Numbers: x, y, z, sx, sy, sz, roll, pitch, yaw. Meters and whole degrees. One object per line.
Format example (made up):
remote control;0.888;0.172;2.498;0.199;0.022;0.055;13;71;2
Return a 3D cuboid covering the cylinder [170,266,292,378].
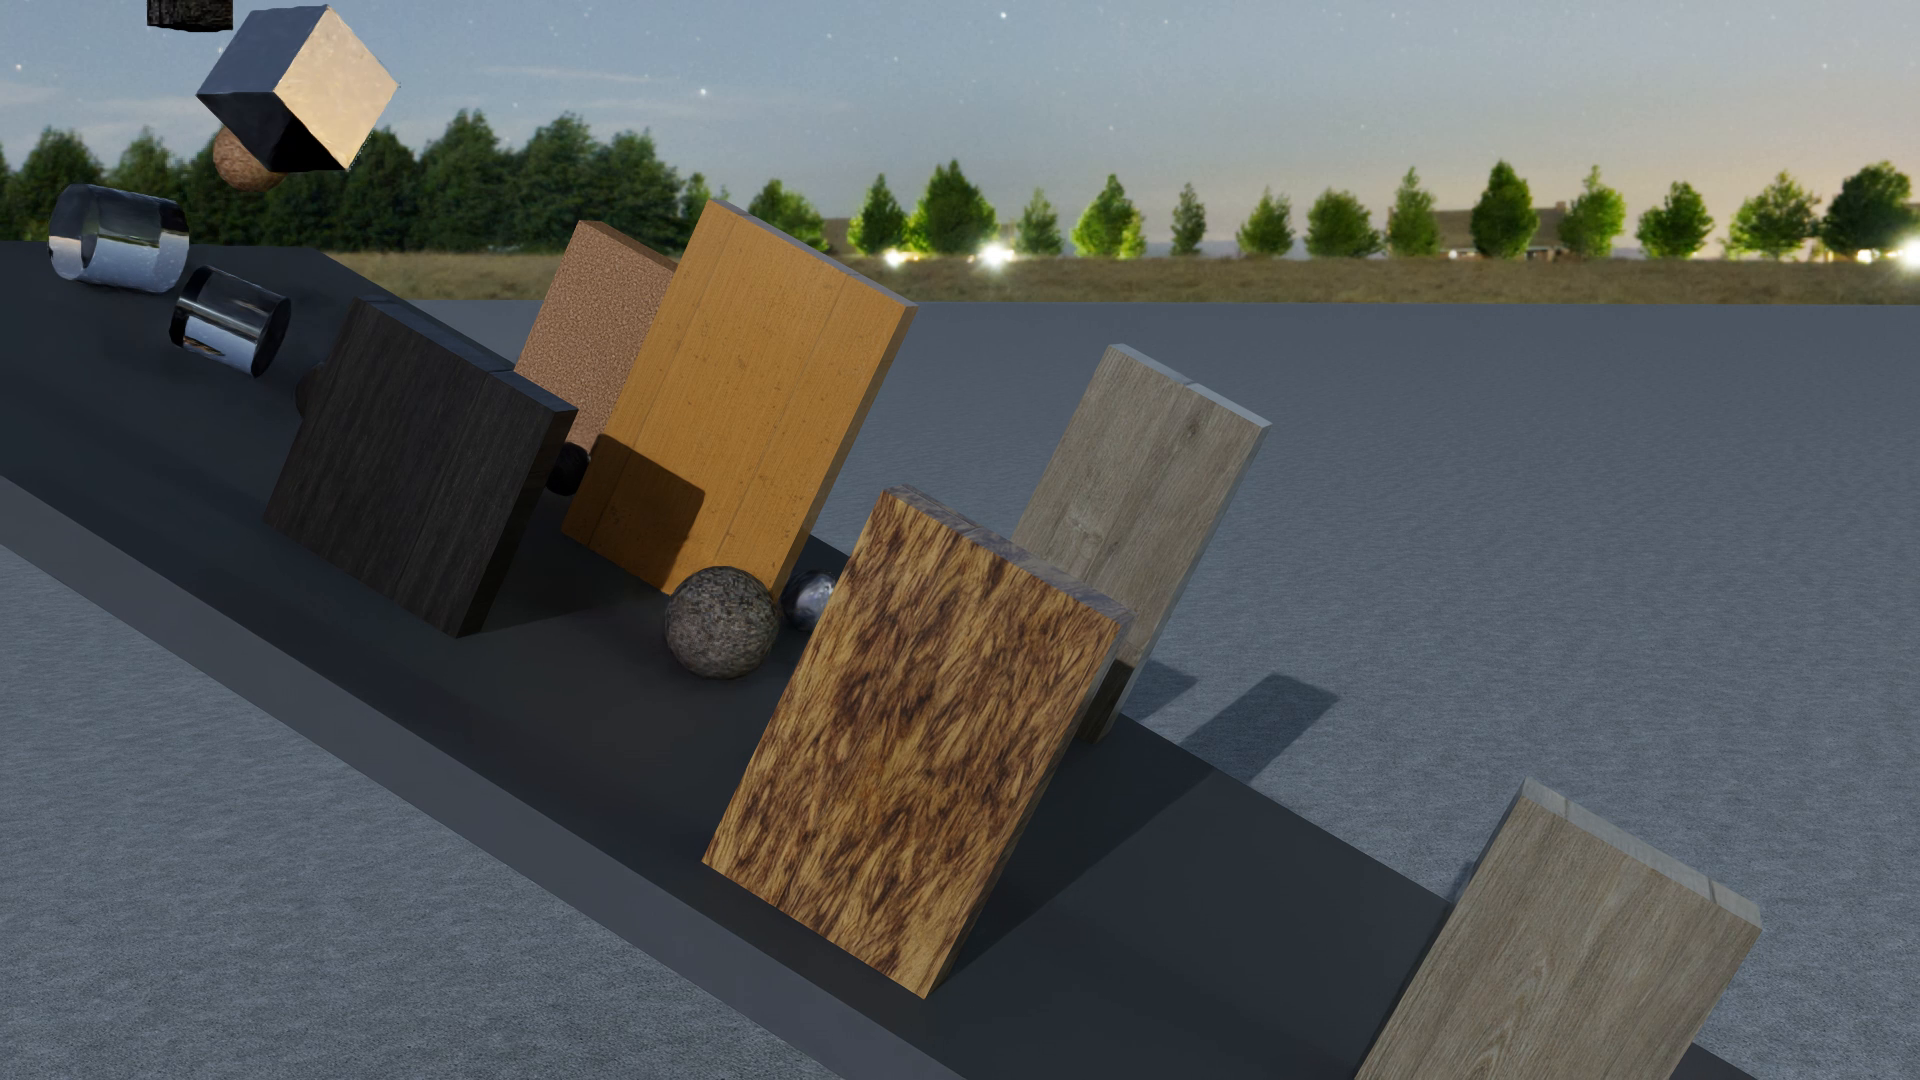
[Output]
cylinder;-1.389;-0.417;4.192;0.164;0.164;0.164;23;6;-3

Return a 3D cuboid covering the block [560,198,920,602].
block;-0.440;-0.234;4.304;0.449;0.733;0.081;30;14;12

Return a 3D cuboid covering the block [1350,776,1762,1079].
block;0.954;0.749;3.567;0.411;0.589;0.141;30;14;12

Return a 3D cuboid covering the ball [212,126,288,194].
ball;-1.481;-0.807;4.605;0.159;0.159;0.159;0;7;0

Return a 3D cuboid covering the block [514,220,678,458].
block;-0.787;-0.402;4.761;0.276;0.504;0.105;30;14;12

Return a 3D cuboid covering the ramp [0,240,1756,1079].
ramp;-0.233;0.390;4.154;4.000;0.100;2.000;30;14;12

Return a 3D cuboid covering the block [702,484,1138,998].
block;-0.066;0.296;3.252;0.397;0.641;0.111;30;14;12

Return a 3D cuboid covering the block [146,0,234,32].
block;-1.574;-1.109;4.494;0.121;0.121;0.121;6;7;36

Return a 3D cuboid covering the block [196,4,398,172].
block;-1.192;-0.811;3.963;0.205;0.205;0.205;5;-30;32

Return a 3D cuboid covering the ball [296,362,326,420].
ball;-1.221;-0.278;4.282;0.142;0.142;0.142;0;7;0

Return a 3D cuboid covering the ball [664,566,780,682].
ball;-0.434;0.152;4.007;0.209;0.209;0.209;0;7;0

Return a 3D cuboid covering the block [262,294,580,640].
block;-0.909;-0.125;3.689;0.410;0.429;0.083;30;14;12

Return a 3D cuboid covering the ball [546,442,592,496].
ball;-0.791;-0.143;4.416;0.108;0.108;0.108;0;7;0

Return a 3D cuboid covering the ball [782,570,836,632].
ball;-0.303;0.126;4.513;0.126;0.126;0.126;0;7;0

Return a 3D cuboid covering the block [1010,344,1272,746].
block;0.319;0.008;4.721;0.366;0.773;0.138;30;14;12

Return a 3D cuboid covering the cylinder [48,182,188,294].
cylinder;-1.710;-0.612;4.470;0.196;0.196;0.196;6;1;40
